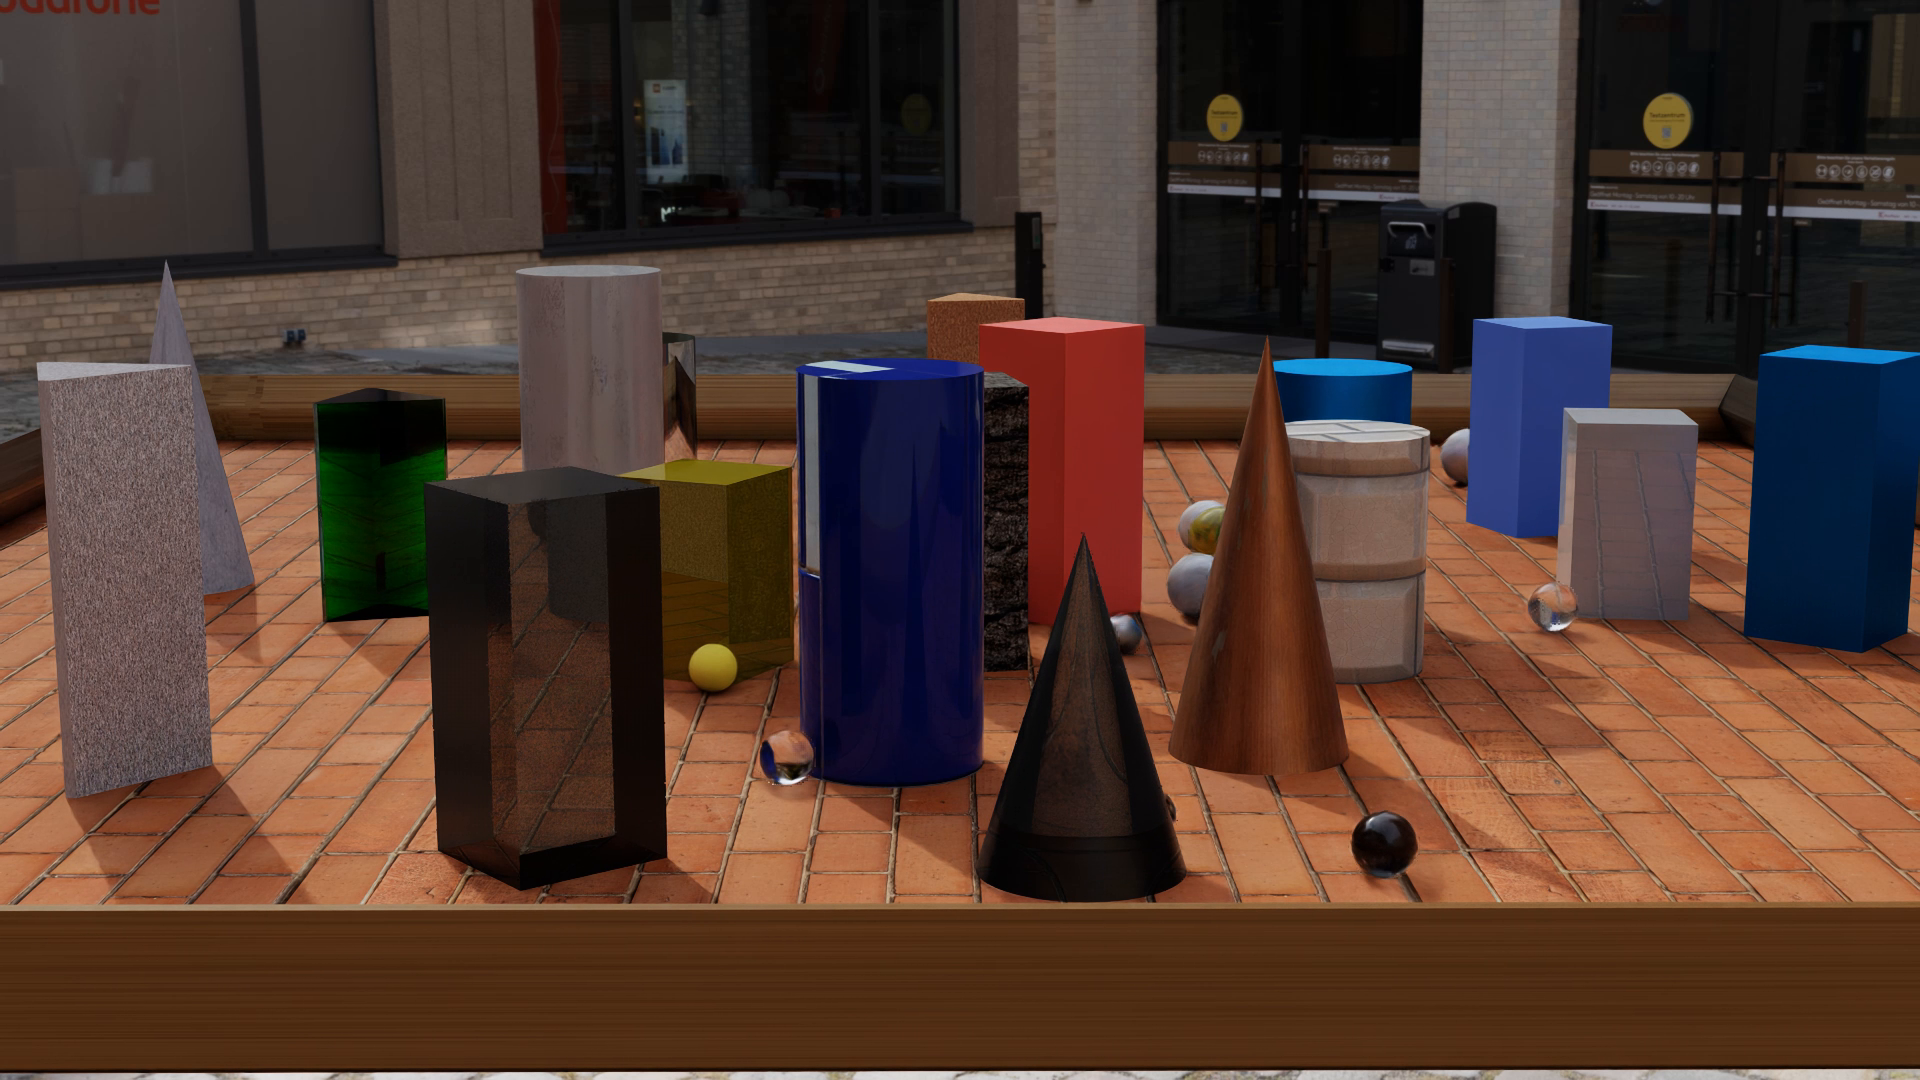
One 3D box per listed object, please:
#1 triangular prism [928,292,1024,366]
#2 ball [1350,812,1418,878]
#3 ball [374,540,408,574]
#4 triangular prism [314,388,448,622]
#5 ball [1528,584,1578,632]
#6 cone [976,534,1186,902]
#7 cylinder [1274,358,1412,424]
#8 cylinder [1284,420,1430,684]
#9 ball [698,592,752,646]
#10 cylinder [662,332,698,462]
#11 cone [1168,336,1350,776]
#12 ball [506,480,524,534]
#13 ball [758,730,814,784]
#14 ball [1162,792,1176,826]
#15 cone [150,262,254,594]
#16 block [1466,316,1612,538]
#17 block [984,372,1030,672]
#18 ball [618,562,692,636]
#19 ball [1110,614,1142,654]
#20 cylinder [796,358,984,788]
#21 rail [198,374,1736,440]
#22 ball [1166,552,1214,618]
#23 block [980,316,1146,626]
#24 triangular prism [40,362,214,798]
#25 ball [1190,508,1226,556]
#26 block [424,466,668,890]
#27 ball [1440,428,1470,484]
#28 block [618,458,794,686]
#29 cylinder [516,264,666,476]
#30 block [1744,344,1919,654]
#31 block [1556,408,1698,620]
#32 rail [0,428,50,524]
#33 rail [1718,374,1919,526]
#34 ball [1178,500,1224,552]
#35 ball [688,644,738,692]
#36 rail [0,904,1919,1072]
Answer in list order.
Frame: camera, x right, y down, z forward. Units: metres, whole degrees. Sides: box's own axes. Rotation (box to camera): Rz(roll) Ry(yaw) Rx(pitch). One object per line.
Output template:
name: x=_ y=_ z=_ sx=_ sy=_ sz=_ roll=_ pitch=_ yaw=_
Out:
triangular prism: x=0.015 y=-0.261 z=4.483 sx=0.168 sy=0.328 sz=0.145 roll=-2 pitch=11 yaw=-10
ball: x=0.384 y=0.276 z=2.324 sx=0.060 sy=0.060 sz=0.060 roll=0 pitch=11 yaw=0
ball: x=-0.822 y=0.025 z=3.709 sx=0.048 sy=0.048 sz=0.048 roll=0 pitch=11 yaw=0
triangular prism: x=-0.782 y=-0.052 z=3.456 sx=0.168 sy=0.291 sz=0.145 roll=-3 pitch=11 yaw=-18
ball: x=0.770 y=0.087 z=3.333 sx=0.062 sy=0.062 sz=0.062 roll=0 pitch=11 yaw=0
cone: x=0.111 y=0.147 z=2.323 sx=0.194 sy=0.314 sz=0.194 roll=0 pitch=11 yaw=0
cylinder: x=0.493 y=-0.061 z=3.381 sx=0.194 sy=0.336 sz=0.194 roll=0 pitch=11 yaw=0
cylinder: x=0.469 y=0.011 z=3.116 sx=0.194 sy=0.291 sz=0.194 roll=0 pitch=11 yaw=0
ball: x=-0.297 y=0.100 z=3.251 sx=0.067 sy=0.067 sz=0.067 roll=0 pitch=11 yaw=0
cylinder: x=-0.481 y=-0.128 z=3.747 sx=0.194 sy=0.335 sz=0.194 roll=0 pitch=11 yaw=0
cone: x=0.320 y=0.006 z=2.714 sx=0.194 sy=0.449 sz=0.194 roll=0 pitch=11 yaw=0
ball: x=-0.660 y=-0.053 z=4.002 sx=0.094 sy=0.094 sz=0.094 roll=0 pitch=11 yaw=0
ball: x=-0.177 y=0.222 z=2.624 sx=0.057 sy=0.057 sz=0.057 roll=0 pitch=11 yaw=0
ball: x=0.183 y=0.261 z=2.442 sx=0.046 sy=0.046 sz=0.046 roll=0 pitch=11 yaw=0
cone: x=-1.102 y=-0.165 z=3.601 sx=0.194 sy=0.460 sz=0.194 roll=0 pitch=11 yaw=0
block: x=0.913 y=-0.181 z=4.054 sx=0.155 sy=0.326 sz=0.155 roll=-4 pitch=11 yaw=-19
block: x=-0.009 y=-0.023 z=3.149 sx=0.155 sy=0.347 sz=0.155 roll=-2 pitch=11 yaw=-11
ball: x=-0.393 y=0.076 z=3.306 sx=0.094 sy=0.094 sz=0.094 roll=0 pitch=11 yaw=0
ball: x=0.201 y=0.118 z=3.202 sx=0.050 sy=0.050 sz=0.050 roll=0 pitch=11 yaw=0
cylinder: x=-0.072 y=0.030 z=2.669 sx=0.194 sy=0.418 sz=0.194 roll=0 pitch=11 yaw=0
rail: x=-0.009 y=-0.257 z=5.008 sx=3.063 sy=0.126 sz=0.045 roll=0 pitch=11 yaw=0
ball: x=0.318 y=0.060 z=3.416 sx=0.085 sy=0.085 sz=0.085 roll=0 pitch=11 yaw=0
block: x=0.135 y=-0.094 z=3.423 sx=0.155 sy=0.386 sz=0.155 roll=10 pitch=15 yaw=44
triangular prism: x=-0.896 y=0.032 z=2.647 sx=0.145 sy=0.422 sz=0.168 roll=9 pitch=14 yaw=39
ball: x=0.380 y=-0.004 z=3.754 sx=0.088 sy=0.088 sz=0.088 roll=0 pitch=11 yaw=0
block: x=-0.381 y=0.121 z=2.363 sx=0.155 sy=0.349 sz=0.155 roll=-8 pitch=13 yaw=-38
ball: x=0.891 y=-0.147 z=4.497 sx=0.097 sy=0.097 sz=0.097 roll=0 pitch=11 yaw=0
block: x=-0.308 y=0.036 z=3.118 sx=0.155 sy=0.242 sz=0.155 roll=5 pitch=12 yaw=25
cylinder: x=-0.499 y=-0.140 z=3.488 sx=0.194 sy=0.452 sz=0.194 roll=0 pitch=11 yaw=0
block: x=1.119 y=-0.057 z=3.284 sx=0.155 sy=0.363 sz=0.155 roll=9 pitch=14 yaw=39
block: x=0.896 y=-0.037 z=3.459 sx=0.155 sy=0.261 sz=0.155 roll=1 pitch=11 yaw=6
rail: x=-1.508 y=0.034 z=3.441 sx=0.045 sy=0.126 sz=3.219 roll=0 pitch=11 yaw=0
rail: x=1.508 y=0.031 z=3.458 sx=0.045 sy=0.126 sz=3.219 roll=0 pitch=11 yaw=0
ball: x=0.369 y=-0.018 z=3.842 sx=0.083 sy=0.083 sz=0.083 roll=0 pitch=11 yaw=0
ball: x=-0.290 y=0.150 z=3.010 sx=0.057 sy=0.057 sz=0.057 roll=0 pitch=11 yaw=0
rail: x=0.009 y=0.322 z=1.890 sx=3.063 sy=0.126 sz=0.045 roll=0 pitch=11 yaw=0
